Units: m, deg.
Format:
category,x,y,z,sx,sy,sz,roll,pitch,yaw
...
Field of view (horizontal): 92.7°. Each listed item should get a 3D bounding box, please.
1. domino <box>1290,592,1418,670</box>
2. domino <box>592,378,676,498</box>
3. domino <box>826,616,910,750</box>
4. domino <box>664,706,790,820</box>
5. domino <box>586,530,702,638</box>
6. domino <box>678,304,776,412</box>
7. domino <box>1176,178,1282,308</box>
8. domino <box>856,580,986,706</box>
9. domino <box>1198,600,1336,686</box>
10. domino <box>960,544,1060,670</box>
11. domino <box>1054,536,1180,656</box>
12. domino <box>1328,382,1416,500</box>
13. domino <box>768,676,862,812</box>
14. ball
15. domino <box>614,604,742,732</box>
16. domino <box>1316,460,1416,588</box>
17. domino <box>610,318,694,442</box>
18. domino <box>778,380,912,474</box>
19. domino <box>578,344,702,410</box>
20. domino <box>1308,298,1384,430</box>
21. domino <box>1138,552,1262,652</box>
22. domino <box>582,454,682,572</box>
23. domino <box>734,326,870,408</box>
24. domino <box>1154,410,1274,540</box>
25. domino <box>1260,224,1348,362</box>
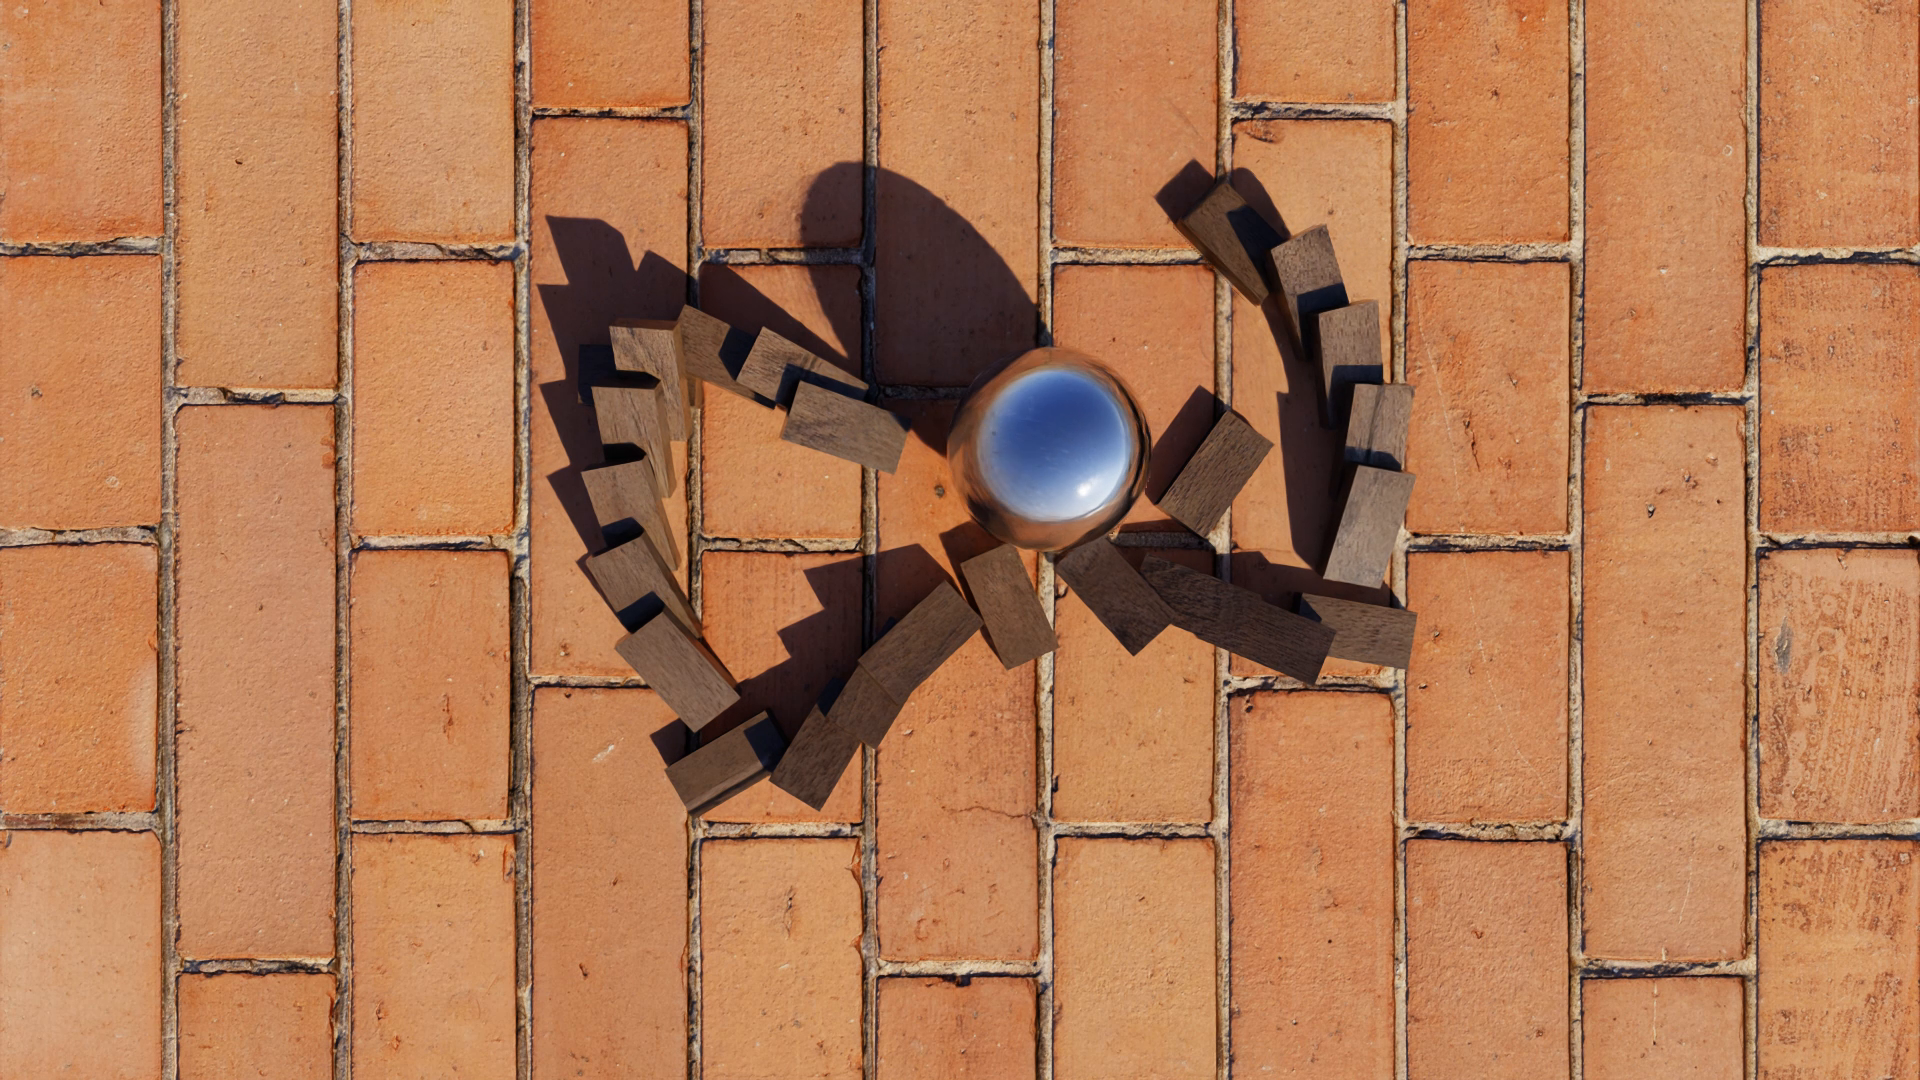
category,x,y,z,sx,sy,sz,roll,pitch,yaw
domino,0.168,0.039,0.395,0.050,0.010,0.025,10,90,0
domino,-0.135,-0.042,0.383,0.025,0.009,0.050,3,123,0
domino,-0.033,0.060,0.389,0.025,0.009,0.050,33,74,0
domino,-0.098,0.096,0.395,0.050,0.009,0.025,-30,90,0
domino,-0.133,0.024,0.387,0.025,0.009,0.050,-25,110,0
domino,-0.098,-0.077,0.389,0.050,0.009,0.025,24,87,-13
domino,0.120,-0.128,0.395,0.025,0.010,0.050,-44,90,0
domino,-0.016,0.043,0.385,0.050,0.009,0.025,-42,86,-16
domino,0.130,0.040,0.389,0.050,0.009,0.025,22,90,16
domino,0.021,0.028,0.395,0.025,0.010,0.050,-24,90,0
domino,0.066,0.022,0.388,0.025,0.009,0.050,-43,75,7
domino,0.174,-0.041,0.388,0.025,0.009,0.050,2,107,-1
domino,-0.057,0.086,0.389,0.025,0.010,0.050,31,75,0
ball,0.034,-0.035,0.360,0.080,0.080,0.080,0,90,0
domino,-0.118,0.055,0.388,0.025,0.010,0.050,-37,108,0
domino,0.171,-0.006,0.388,0.025,0.009,0.050,10,106,-2
domino,-0.127,-0.066,0.379,0.025,0.010,0.050,4,125,0
domino,-0.048,-0.047,0.386,0.050,0.010,0.025,17,94,-20
domino,-0.138,-0.070,0.395,0.050,0.009,0.025,2,90,0
domino,0.164,-0.074,0.388,0.025,0.009,0.050,-13,108,0
domino,0.099,0.026,0.388,0.050,0.009,0.025,22,90,16
domino,-0.138,-0.009,0.386,0.025,0.010,0.050,-11,113,0
domino,-0.066,-0.066,0.387,0.050,0.010,0.025,27,90,-20
domino,0.109,-0.028,0.395,0.025,0.009,0.050,36,90,0
domino,0.148,-0.104,0.388,0.025,0.010,0.050,-25,107,0
